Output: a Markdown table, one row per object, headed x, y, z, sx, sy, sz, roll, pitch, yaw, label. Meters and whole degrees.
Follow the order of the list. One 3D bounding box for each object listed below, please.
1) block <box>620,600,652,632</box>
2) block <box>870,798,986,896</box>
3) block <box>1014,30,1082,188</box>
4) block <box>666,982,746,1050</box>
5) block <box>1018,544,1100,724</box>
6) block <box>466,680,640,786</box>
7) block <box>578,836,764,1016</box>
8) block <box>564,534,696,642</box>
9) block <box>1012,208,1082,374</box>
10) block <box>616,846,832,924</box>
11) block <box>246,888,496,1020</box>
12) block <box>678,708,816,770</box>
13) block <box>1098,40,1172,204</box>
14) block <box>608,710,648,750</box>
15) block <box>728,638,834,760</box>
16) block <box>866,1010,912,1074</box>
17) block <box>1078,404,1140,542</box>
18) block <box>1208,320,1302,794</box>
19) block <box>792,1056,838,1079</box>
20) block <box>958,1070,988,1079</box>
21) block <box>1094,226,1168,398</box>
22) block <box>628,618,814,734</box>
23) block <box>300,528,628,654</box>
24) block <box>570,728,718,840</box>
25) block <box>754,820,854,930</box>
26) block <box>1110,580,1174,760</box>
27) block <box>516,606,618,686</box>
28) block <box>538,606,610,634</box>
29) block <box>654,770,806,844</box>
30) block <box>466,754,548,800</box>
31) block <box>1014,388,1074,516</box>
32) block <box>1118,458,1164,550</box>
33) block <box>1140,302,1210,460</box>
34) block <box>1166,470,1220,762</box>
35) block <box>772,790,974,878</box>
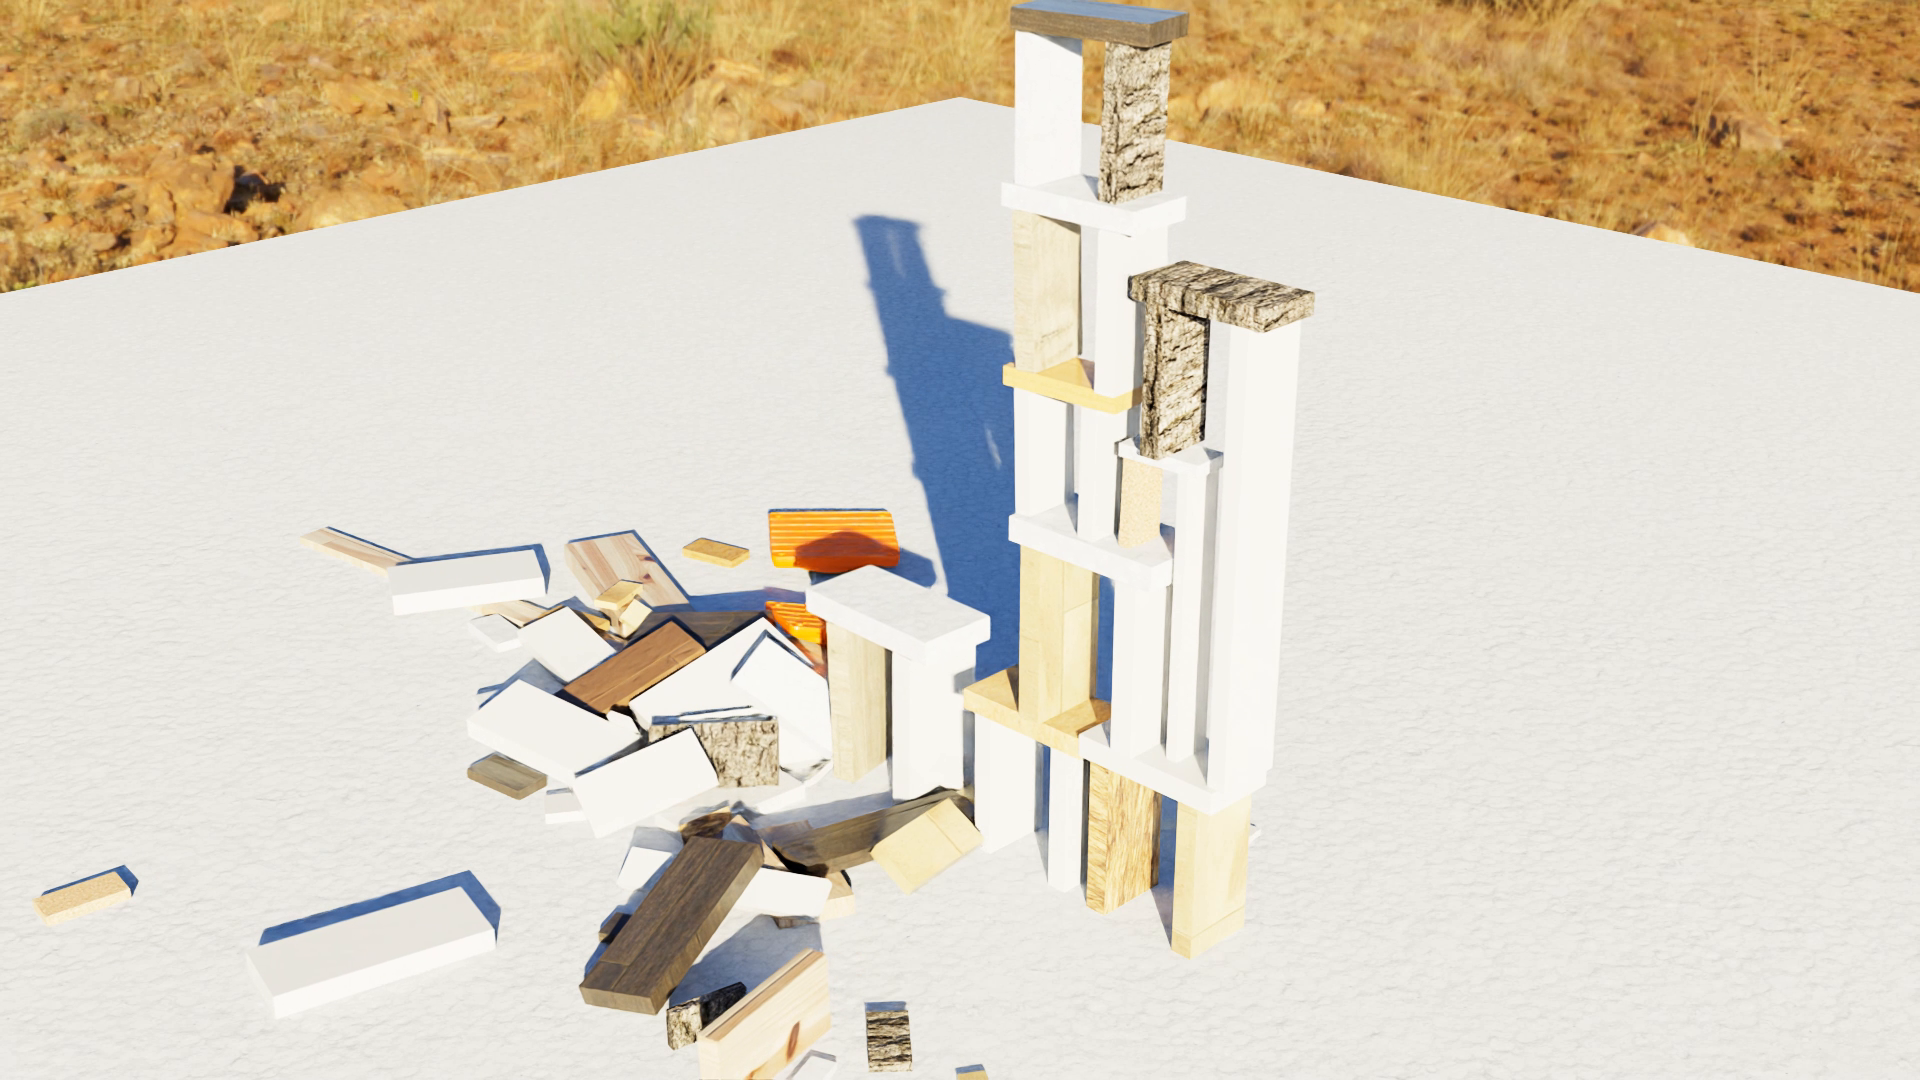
| x | y | z | sx | sy | sz | roll | pitch | yaw | label |
| --- | --- | --- | --- | --- | --- | --- | --- | --- | --- |
| -0.733 | 0.197 | 5.171 | 0.121 | 0.017 | 0.061 | 33 | 57 | 3 | block |
| -0.061 | 0.592 | 4.252 | 0.110 | 0.031 | 0.221 | 47 | 42 | 15 | block |
| 0.150 | -0.742 | 3.731 | 0.037 | 0.262 | 0.131 | 19 | 30 | 38 | block |
| -0.431 | 0.812 | 3.753 | 0.145 | 0.072 | 0.021 | -15 | 27 | -32 | block |
| 0.185 | 0.152 | 4.086 | 0.047 | 0.350 | 0.167 | 21 | 30 | 40 | block |
| -0.857 | 0.413 | 4.635 | 0.329 | 0.047 | 0.164 | 21 | 39 | 24 | block |
| -0.513 | 0.688 | 3.959 | 0.148 | 0.042 | 0.412 | 3 | 34 | 26 | block |
| -0.819 | 0.114 | 5.427 | 0.180 | 0.051 | 0.528 | -10 | 25 | -23 | block |
| 0.154 | -0.448 | 3.846 | 0.040 | 0.285 | 0.143 | 15 | 27 | 37 | block |
| -0.443 | 0.642 | 4.102 | 0.439 | 0.022 | 0.078 | 4 | 57 | 28 | block |
| -1.059 | 0.739 | 3.959 | 0.401 | 0.047 | 0.164 | -14 | 28 | -30 | block |
| -0.446 | 0.424 | 4.616 | 0.268 | 0.038 | 0.134 | -6 | 63 | -14 | block |
| 0.288 | -0.697 | 3.630 | 0.037 | 0.262 | 0.131 | 20 | 30 | 36 | block |
| -0.703 | 0.410 | 4.657 | 0.056 | 0.113 | 0.016 | 15 | 54 | 32 | block |
| -0.342 | 0.335 | 4.636 | 0.265 | 0.038 | 0.133 | 36 | 54 | 1 | block |
| -0.120 | 0.850 | 3.731 | 0.072 | 0.021 | 0.145 | -2 | 23 | -4 | block |
| 0.263 | -0.130 | 3.867 | 0.035 | 0.245 | 0.122 | 20 | 30 | 39 | block |
| 0.493 | 0.030 | 3.705 | 0.135 | 0.841 | 0.038 | -21 | 31 | -40 | block |
| -0.246 | 0.892 | 3.642 | 0.048 | 0.014 | 0.095 | 10 | 25 | 22 | block |
| 0.030 | 0.907 | 3.606 | 0.048 | 0.014 | 0.095 | -5 | 24 | -13 | block |
| 0.291 | -0.398 | 3.732 | 0.040 | 0.285 | 0.143 | 18 | 29 | 37 | block |
| -0.512 | 0.324 | 4.743 | 0.359 | 0.051 | 0.180 | -33 | 53 | -25 | block |
| -1.191 | 0.141 | 5.399 | 1.275 | 0.022 | 0.078 | 17 | 28 | 34 | block |
| -0.635 | 0.489 | 4.422 | 0.265 | 0.038 | 0.133 | -23 | 50 | -15 | block |
| -0.318 | 0.637 | 4.207 | 0.148 | 0.042 | 0.295 | -9 | 24 | -19 | block |
| 0.345 | 0.208 | 3.935 | 0.047 | 0.335 | 0.167 | 20 | 30 | 39 | block |
| -0.898 | 0.252 | 5.056 | 0.134 | 0.038 | 0.268 | -27 | 38 | -25 | block |
| -0.916 | 0.196 | 5.213 | 0.157 | 0.022 | 0.078 | 15 | 27 | 31 | block |
| -0.464 | 0.536 | 4.456 | 0.293 | 0.032 | 0.112 | -19 | 30 | -38 | block |
| -0.941 | 0.493 | 4.570 | 0.157 | 0.022 | 0.078 | 17 | 28 | 34 | block |
| 0.154 | -0.176 | 3.975 | 0.035 | 0.245 | 0.122 | 19 | 29 | 40 | block |
| 0.317 | -0.074 | 3.836 | 0.023 | 0.166 | 0.083 | 22 | 32 | 38 | block |
| 0.364 | -0.282 | 3.708 | 0.038 | 0.270 | 0.135 | 19 | 30 | 37 | block |
| 0.406 | 0.131 | 3.844 | 0.023 | 0.548 | 0.083 | 21 | 31 | 41 | block |
| -0.153 | 0.574 | 4.298 | 0.450 | 0.031 | 0.110 | -11 | 27 | -40 | block |
